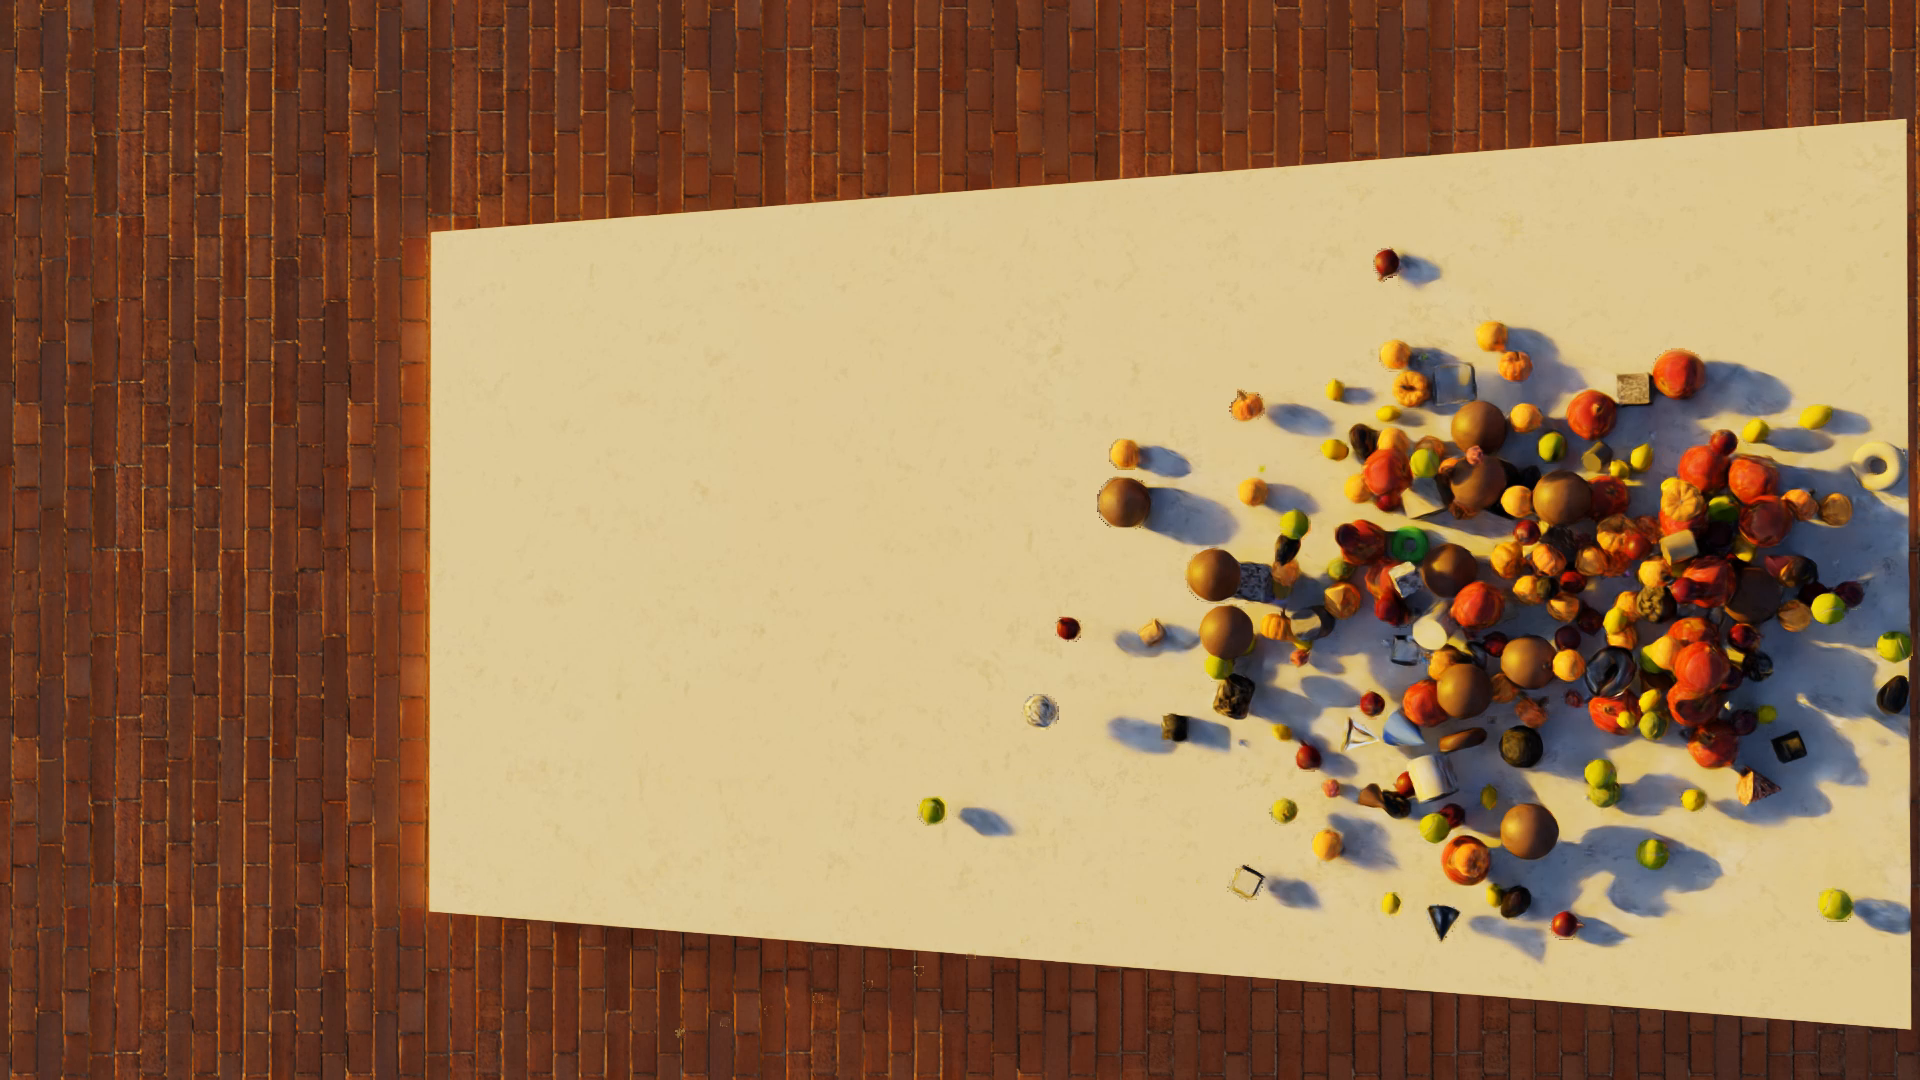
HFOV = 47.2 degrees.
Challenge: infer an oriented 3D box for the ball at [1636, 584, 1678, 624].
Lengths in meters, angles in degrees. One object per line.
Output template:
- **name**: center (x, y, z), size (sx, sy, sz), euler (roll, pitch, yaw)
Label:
- **ball**: center (1.576, 0.144, 4.975), size (0.089, 0.089, 0.089), euler (0, 89, 0)

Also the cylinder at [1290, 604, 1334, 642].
- **cylinder**: center (0.855, 0.201, 5.333), size (0.081, 0.081, 0.081), euler (3, 95, 34)

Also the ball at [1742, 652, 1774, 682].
- **ball**: center (1.780, 0.282, 4.909), size (0.067, 0.067, 0.067), euler (0, 89, 0)

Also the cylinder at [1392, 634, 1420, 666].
- **cylinder**: center (1.064, 0.264, 5.247), size (0.060, 0.060, 0.060), euler (7, 104, 0)

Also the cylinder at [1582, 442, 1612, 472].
- **cylinder**: center (1.470, -0.192, 5.073), size (0.051, 0.051, 0.051), euler (-30, 89, -39)

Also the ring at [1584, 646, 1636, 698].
- **ring**: center (1.480, 0.300, 5.004), size (0.044, 0.131, 0.131), euler (29, 89, -28)

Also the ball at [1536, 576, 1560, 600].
- **ball**: center (1.350, 0.110, 5.049), size (0.052, 0.052, 0.052), euler (0, 89, 0)

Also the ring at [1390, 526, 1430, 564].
- **ring**: center (1.078, 0.012, 5.269), size (0.094, 0.031, 0.094), euler (1, 93, 27)

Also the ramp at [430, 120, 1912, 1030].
- **ramp**: center (0.283, 0.083, 5.700), size (4.000, 0.100, 2.000), euler (0, 89, 24)

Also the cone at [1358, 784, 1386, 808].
- **cone**: center (0.989, 0.619, 5.202), size (0.064, 0.064, 0.064), euler (-16, 124, -25)

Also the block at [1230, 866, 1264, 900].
- **block**: center (0.702, 0.839, 5.390), size (0.056, 0.056, 0.056), euler (28, 72, 2)

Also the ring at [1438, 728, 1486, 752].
- **ring**: center (1.179, 0.469, 5.159), size (0.115, 0.115, 0.038), euler (-16, 84, 0)

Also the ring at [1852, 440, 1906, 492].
- **ring**: center (2.019, -0.163, 4.833), size (0.113, 0.038, 0.113), euler (9, 106, 34)

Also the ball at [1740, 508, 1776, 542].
- **ball**: center (1.785, -0.032, 4.926), size (0.076, 0.076, 0.076), euler (0, 89, 0)

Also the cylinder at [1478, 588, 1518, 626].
- **cylinder**: center (1.265, 0.158, 5.161), size (0.072, 0.072, 0.072), euler (-19, 81, 0)

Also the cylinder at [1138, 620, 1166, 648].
- **cylinder**: center (0.484, 0.235, 5.524), size (0.050, 0.050, 0.050), euler (-39, 89, 19)

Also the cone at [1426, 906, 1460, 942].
- **cone**: center (1.131, 0.907, 5.155), size (0.078, 0.078, 0.078), euler (11, 65, 0)

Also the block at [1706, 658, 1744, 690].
- **block**: center (1.726, 0.301, 4.955), size (0.055, 0.055, 0.055), euler (30, 104, 29)

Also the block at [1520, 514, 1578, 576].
- **block**: center (1.358, 0.011, 5.077), size (0.086, 0.086, 0.086), euler (36, 127, -25)

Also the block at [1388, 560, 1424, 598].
- **block**: center (1.042, 0.091, 5.134), size (0.055, 0.055, 0.055), euler (-26, 111, 3)

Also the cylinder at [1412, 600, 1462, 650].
- **cylinder**: center (1.127, 0.202, 5.192), size (0.087, 0.087, 0.087), euler (50, 47, 1)

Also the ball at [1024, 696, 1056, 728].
- **ball**: center (0.203, 0.434, 5.555), size (0.084, 0.084, 0.084), euler (0, 89, 0)

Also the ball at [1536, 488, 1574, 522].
- **ball**: center (1.380, -0.079, 5.105), size (0.083, 0.083, 0.083), euler (0, 89, 0)

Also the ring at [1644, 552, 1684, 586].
- **ring**: center (1.603, 0.066, 5.009), size (0.092, 0.031, 0.092), euler (-1, 46, 2)

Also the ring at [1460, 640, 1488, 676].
- **ring**: center (1.214, 0.279, 5.189), size (0.027, 0.082, 0.082), euler (-2, 89, -26)

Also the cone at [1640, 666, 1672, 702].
- **cone**: center (1.578, 0.345, 5.037), size (0.079, 0.079, 0.079), euler (17, 126, 0)

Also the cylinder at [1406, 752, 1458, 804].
- **cylinder**: center (1.115, 0.562, 5.193), size (0.096, 0.096, 0.096), euler (-18, 74, 0)

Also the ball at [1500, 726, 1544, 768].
- **ball**: center (1.307, 0.483, 5.123), size (0.099, 0.099, 0.099), euler (0, 89, 0)

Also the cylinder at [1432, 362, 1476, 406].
- **cylinder**: center (1.166, -0.368, 5.189), size (0.091, 0.091, 0.091), euler (-5, 89, 8)

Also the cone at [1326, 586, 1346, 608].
- **cone**: center (0.902, 0.142, 5.255), size (0.051, 0.051, 0.051), euler (-17, 97, 0)

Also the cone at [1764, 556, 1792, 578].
- **cone**: center (1.806, 0.048, 4.834), size (0.052, 0.052, 0.052), euler (-25, 89, -9)

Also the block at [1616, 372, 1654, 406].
- **block**: center (1.548, -0.344, 5.040), size (0.069, 0.069, 0.069), euler (-3, 88, 24)

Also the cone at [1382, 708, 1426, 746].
- **cone**: center (1.072, 0.463, 5.212), size (0.098, 0.098, 0.098), euler (-14, 119, -27)

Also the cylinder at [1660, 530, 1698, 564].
- **cylinder**: center (1.581, 0.015, 4.833), size (0.063, 0.063, 0.063), euler (-19, 89, 5)

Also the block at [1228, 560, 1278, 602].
- **block**: center (0.719, 0.102, 5.398), size (0.090, 0.090, 0.090), euler (8, 93, 24)

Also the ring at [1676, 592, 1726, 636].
- **ring**: center (1.676, 0.166, 4.979), size (0.109, 0.036, 0.109), euler (-16, 55, 24)

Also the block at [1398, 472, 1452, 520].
- **block**: center (1.105, -0.103, 5.228), size (0.088, 0.088, 0.088), euler (-19, 82, 23)

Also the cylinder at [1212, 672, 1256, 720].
- **cylinder**: center (0.674, 0.384, 5.410), size (0.086, 0.086, 0.086), euler (15, 106, 0)

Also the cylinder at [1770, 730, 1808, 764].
- **cylinder**: center (1.848, 0.463, 4.901), size (0.058, 0.058, 0.058), euler (-25, 89, 22)
